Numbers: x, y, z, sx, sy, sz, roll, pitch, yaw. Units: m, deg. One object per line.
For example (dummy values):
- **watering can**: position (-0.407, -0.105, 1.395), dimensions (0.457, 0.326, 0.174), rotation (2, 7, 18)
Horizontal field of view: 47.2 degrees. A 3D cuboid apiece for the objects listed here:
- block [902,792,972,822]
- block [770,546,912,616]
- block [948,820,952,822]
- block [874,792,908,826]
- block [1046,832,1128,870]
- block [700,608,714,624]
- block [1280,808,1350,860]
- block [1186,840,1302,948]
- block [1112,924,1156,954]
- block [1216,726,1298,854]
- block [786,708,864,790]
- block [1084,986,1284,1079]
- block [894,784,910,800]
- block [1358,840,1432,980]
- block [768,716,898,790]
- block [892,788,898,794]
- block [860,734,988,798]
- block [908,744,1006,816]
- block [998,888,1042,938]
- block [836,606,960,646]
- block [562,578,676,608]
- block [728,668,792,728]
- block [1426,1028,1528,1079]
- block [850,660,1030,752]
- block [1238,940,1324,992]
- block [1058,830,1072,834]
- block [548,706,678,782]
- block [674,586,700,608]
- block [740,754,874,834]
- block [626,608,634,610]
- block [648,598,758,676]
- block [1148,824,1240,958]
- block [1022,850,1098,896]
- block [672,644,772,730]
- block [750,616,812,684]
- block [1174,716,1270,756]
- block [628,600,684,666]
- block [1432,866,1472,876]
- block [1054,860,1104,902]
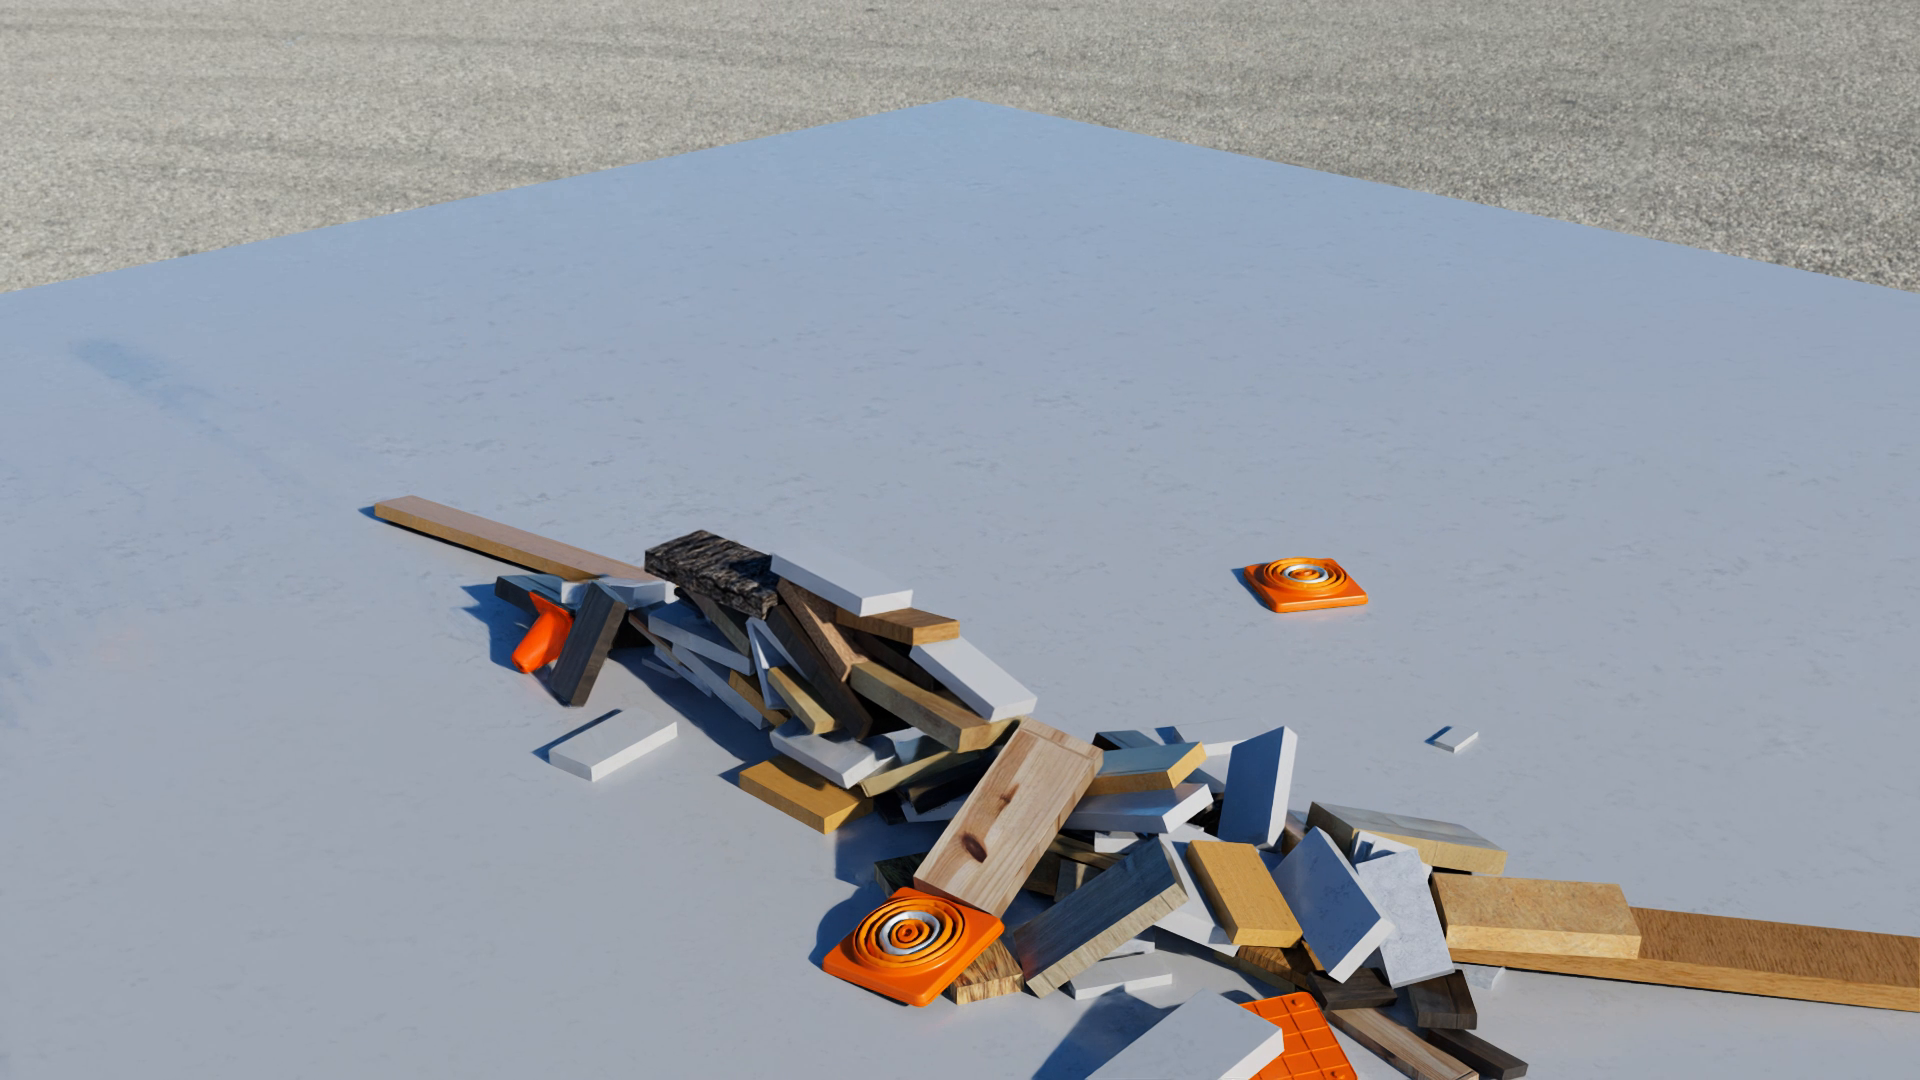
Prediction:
- **block**: position (0.018, 0.502, 4.342), dimensions (0.134, 0.038, 0.267), rotation (-32, 13, -39)
- **block**: position (-0.247, 0.083, 4.549), dimensions (0.140, 0.040, 0.281), rotation (-9, 25, -45)
- **block**: position (0.099, 0.505, 4.359), dimensions (0.134, 0.038, 0.267), rotation (-31, 12, -38)
- **block**: position (-0.139, 0.545, 4.459), dimensions (0.050, 0.014, 0.101), rotation (-9, 24, -20)
- **block**: position (0.296, 0.607, 4.189), dimensions (0.252, 0.036, 0.126), rotation (13, -2, 38)
- **block**: position (-0.551, 0.113, 4.918), dimensions (0.090, 0.026, 0.181), rotation (-8, 45, -31)
- **block**: position (0.694, 0.584, 4.175), dimensions (0.167, 0.047, 0.335), rotation (11, 7, -14)
- **block**: position (0.508, 0.634, 3.954), dimensions (0.127, 0.036, 0.254), rotation (7, 28, -19)
- **block**: position (0.266, 0.717, 4.036), dimensions (0.186, 0.026, 0.093), rotation (3, 23, 7)
- **block**: position (0.572, 0.498, 4.254), dimensions (0.136, 0.039, 0.273), rotation (-28, 34, 41)
- **block**: position (-0.273, 0.394, 4.640), dimensions (0.090, 0.026, 0.414), rotation (-25, 47, -24)
- **block**: position (0.349, 0.867, 3.575), dimensions (0.339, 0.048, 0.170), rotation (-29, 33, -32)
- **block**: position (-0.078, 0.506, 4.514), dimensions (0.101, 0.014, 0.050), rotation (-10, 25, -26)
- **block**: position (0.750, 0.662, 3.931), dimensions (0.112, 0.032, 0.223), rotation (26, 69, 2)
- **block**: position (-0.262, 0.418, 4.510), dimensions (0.132, 0.037, 0.264), rotation (-33, 33, -27)
- **block**: position (-0.114, 0.507, 4.548), dimensions (0.050, 0.014, 0.101), rotation (-14, 27, -30)
- **block**: position (-0.064, 0.432, 4.428), dimensions (0.264, 0.037, 0.132), rotation (-21, 15, 17)
- **block**: position (0.028, 0.455, 4.347), dimensions (0.267, 0.038, 0.134), rotation (-24, 10, -1)
- **block**: position (0.093, 0.684, 4.120), dimensions (0.082, 0.023, 0.164), rotation (-9, 25, -21)
- **block**: position (-0.128, 0.167, 4.460), dimensions (0.122, 0.035, 0.244), rotation (-7, 14, -41)
- **block**: position (-0.798, 0.123, 5.168), dimensions (0.170, 0.048, 0.339), rotation (4, 1, 9)
- **block**: position (-0.344, 0.356, 4.758), dimensions (0.153, 0.043, 0.305), rotation (-21, 47, -40)
- **block**: position (0.866, 0.858, 3.682), dimensions (0.076, 0.021, 0.151), rotation (4, 14, -45)
- **block**: position (-0.044, 0.323, 4.380), dimensions (0.175, 0.050, 0.351), rotation (-6, 22, -40)
- **block**: position (0.592, 0.743, 3.886), dimensions (0.178, 0.025, 0.089), rotation (23, 31, 24)
- **block**: position (0.173, 0.559, 4.389), dimensions (0.060, 0.017, 0.120), rotation (10, 13, -27)
- **block**: position (-0.739, 0.433, 4.694), dimensions (0.127, 0.036, 0.254), rotation (16, 28, 34)
- **block**: position (-0.593, 0.127, 4.968), dimensions (0.105, 0.015, 0.053), rotation (25, 33, 38)
- **block**: position (-0.316, 0.515, 4.499), dimensions (0.132, 0.037, 0.264), rotation (-21, 31, -41)
- **block**: position (-0.855, 0.150, 5.375), dimensions (0.117, 0.017, 0.059), rotation (19, 22, 38)
- **block**: position (-0.528, 0.205, 4.878), dimensions (0.305, 0.043, 0.153), rotation (21, 31, 33)
- **block**: position (0.428, 0.626, 4.020), dimensions (0.159, 0.045, 0.318), rotation (23, 22, -7)
- **block**: position (0.189, 0.636, 4.170), dimensions (0.186, 0.026, 0.093), rotation (14, 32, 5)
- **block**: position (-0.482, 0.292, 4.879), dimensions (0.153, 0.043, 0.305), rotation (-22, 48, -41)
- **block**: position (-0.336, 0.213, 4.627), dimensions (0.103, 0.029, 0.206), rotation (-18, 53, -42)
- **block**: position (0.568, 0.423, 4.729), dimensions (0.195, 0.028, 0.098), rotation (-6, 24, -13)
- **block**: position (-0.662, 0.212, 5.034), dimensions (0.097, 0.027, 0.193), rotation (-20, 45, -41)
- **block**: position (0.939, 0.654, 4.193), dimensions (0.072, 0.021, 0.145), rotation (3, 23, 7)
- **block**: position (0.273, 0.658, 4.111), dimensions (0.186, 0.026, 0.093), rotation (13, 32, 1)
